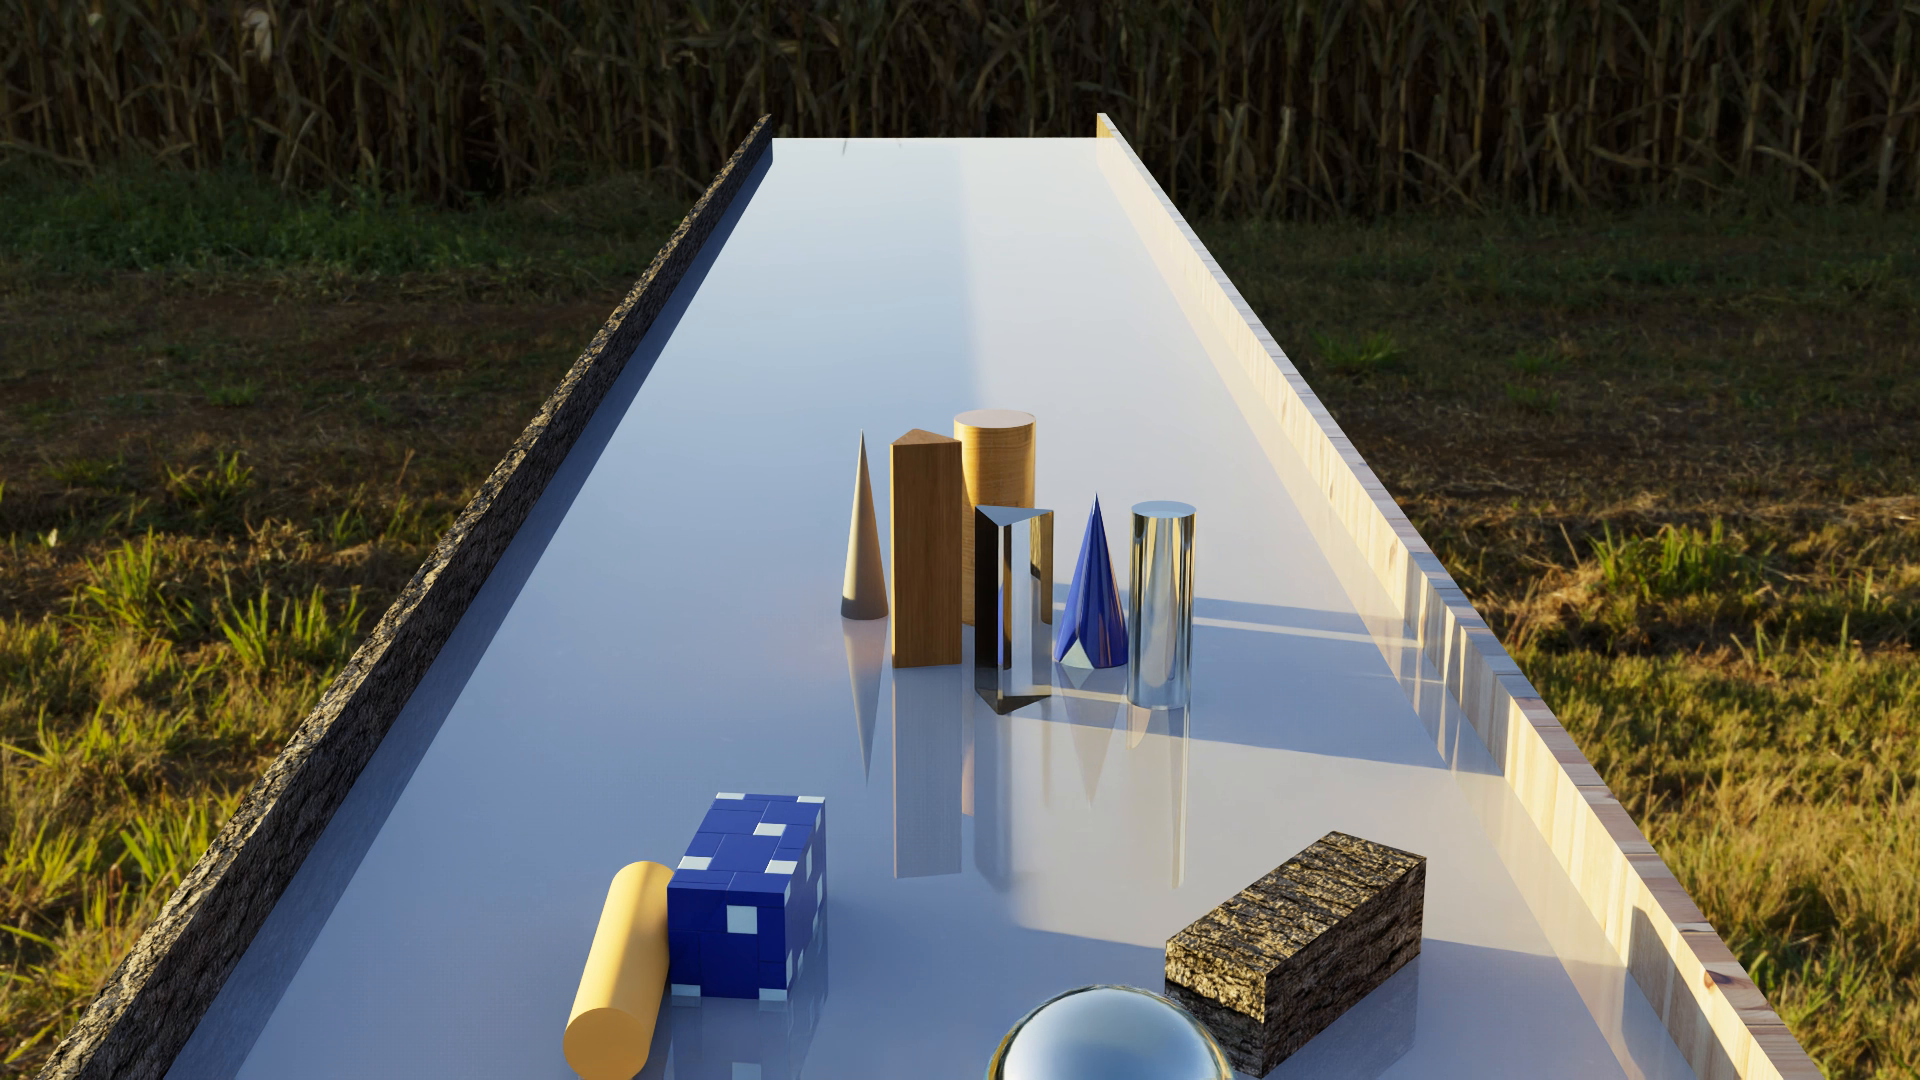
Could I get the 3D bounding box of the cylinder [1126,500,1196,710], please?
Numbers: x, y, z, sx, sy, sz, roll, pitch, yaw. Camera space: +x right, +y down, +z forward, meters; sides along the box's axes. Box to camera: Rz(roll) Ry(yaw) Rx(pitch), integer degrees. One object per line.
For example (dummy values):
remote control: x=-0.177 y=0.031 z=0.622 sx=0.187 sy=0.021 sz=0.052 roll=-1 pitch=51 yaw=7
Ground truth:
cylinder: x=0.380 y=0.123 z=4.153 sx=0.122 sy=0.376 sz=0.122 roll=0 pitch=17 yaw=0

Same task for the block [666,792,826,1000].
block: x=-0.305 y=0.514 z=3.209 sx=0.165 sy=0.165 sz=0.333 roll=2 pitch=17 yaw=6

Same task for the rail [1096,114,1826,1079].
rail: x=0.932 y=-0.844 z=7.801 sx=0.050 sy=0.150 sz=12.000 roll=0 pitch=17 yaw=-1

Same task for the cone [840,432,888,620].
cone: x=-0.204 y=-0.041 z=4.647 sx=0.104 sy=0.409 sz=0.104 roll=0 pitch=17 yaw=0

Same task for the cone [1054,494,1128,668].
cone: x=0.269 y=0.067 z=4.396 sx=0.163 sy=0.345 sz=0.163 roll=0 pitch=17 yaw=0

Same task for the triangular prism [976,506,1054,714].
triangular prism: x=0.078 y=0.124 z=4.163 sx=0.128 sy=0.369 sz=0.148 roll=15 pitch=22 yaw=41

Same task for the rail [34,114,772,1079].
rail: x=-1.118 y=-0.838 z=7.780 sx=0.050 sy=0.150 sz=12.000 roll=0 pitch=17 yaw=-1

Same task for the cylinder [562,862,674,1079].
cylinder: x=-0.460 y=0.590 z=3.048 sx=0.111 sy=0.111 sz=0.441 roll=0 pitch=17 yaw=-1

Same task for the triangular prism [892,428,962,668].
triangular prism: x=-0.077 y=0.015 z=4.376 sx=0.140 sy=0.457 sz=0.121 roll=-3 pitch=17 yaw=-11

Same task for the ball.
ball: x=0.169 y=0.656 z=2.491 sx=0.302 sy=0.302 sz=0.302 roll=0 pitch=17 yaw=0

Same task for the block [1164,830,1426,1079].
block: x=0.472 y=0.566 z=3.057 sx=0.152 sy=0.152 sz=0.451 roll=13 pitch=21 yaw=36

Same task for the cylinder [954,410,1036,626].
cylinder: x=0.073 y=-0.045 z=4.622 sx=0.170 sy=0.432 sz=0.170 roll=0 pitch=17 yaw=0
